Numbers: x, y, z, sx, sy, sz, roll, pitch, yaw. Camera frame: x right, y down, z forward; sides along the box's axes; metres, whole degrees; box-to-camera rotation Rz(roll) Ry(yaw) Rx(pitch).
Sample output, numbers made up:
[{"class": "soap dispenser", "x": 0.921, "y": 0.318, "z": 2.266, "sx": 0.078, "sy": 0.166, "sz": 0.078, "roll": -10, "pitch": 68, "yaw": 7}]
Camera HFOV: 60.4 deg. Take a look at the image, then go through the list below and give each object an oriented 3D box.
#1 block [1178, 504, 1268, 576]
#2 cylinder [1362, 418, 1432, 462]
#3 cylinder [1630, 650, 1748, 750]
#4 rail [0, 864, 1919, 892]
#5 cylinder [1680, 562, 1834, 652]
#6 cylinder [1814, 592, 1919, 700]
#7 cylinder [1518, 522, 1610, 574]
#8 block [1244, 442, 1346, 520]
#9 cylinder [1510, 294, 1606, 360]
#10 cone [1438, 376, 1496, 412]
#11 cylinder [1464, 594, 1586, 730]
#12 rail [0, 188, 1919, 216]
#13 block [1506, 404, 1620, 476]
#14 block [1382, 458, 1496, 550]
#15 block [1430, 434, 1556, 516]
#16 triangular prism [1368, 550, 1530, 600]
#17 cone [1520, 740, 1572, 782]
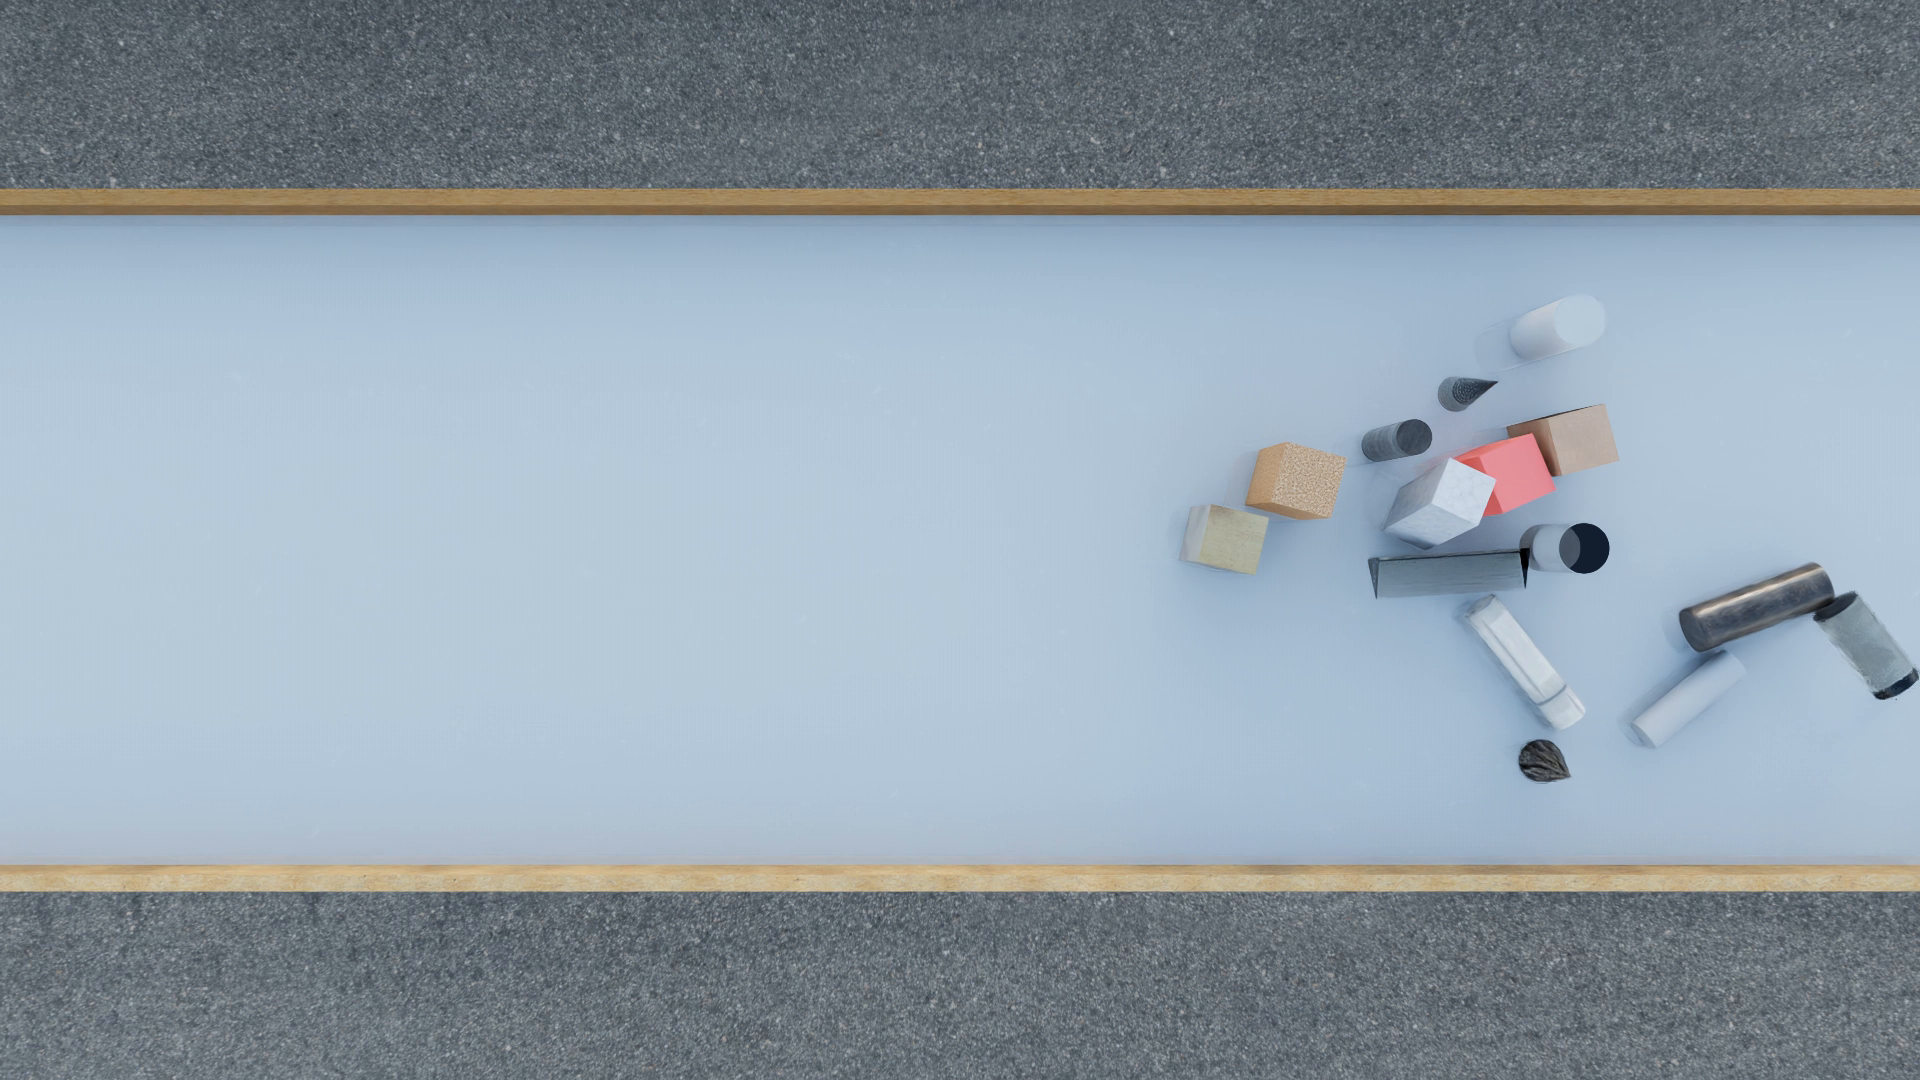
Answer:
[{"class": "block", "x": 0.773, "y": -0.001, "z": 4.869, "sx": 0.168, "sy": 0.416, "sz": 0.168, "roll": 13, "pitch": 90, "yaw": 0}, {"class": "cylinder", "x": 1.287, "y": -0.292, "z": 4.874, "sx": 0.103, "sy": 0.405, "sz": 0.103, "roll": 0, "pitch": 90, "yaw": 0}, {"class": "cylinder", "x": 2.219, "y": 0.486, "z": 5.025, "sx": 0.356, "sy": 0.104, "sz": 0.104, "roll": -39, "pitch": 90, "yaw": 0}, {"class": "rail", "x": -2.247, "y": 1.025, "z": 5.001, "sx": 12.000, "sy": 0.150, "sz": 0.050, "roll": 0, "pitch": 90, "yaw": 0}, {"class": "cylinder", "x": 2.417, "y": 0.205, "z": 5.007, "sx": 0.415, "sy": 0.140, "sz": 0.140, "roll": -20, "pitch": 90, "yaw": 0}, {"class": "cylinder", "x": 2.749, "y": 0.322, "z": 5.006, "sx": 0.142, "sy": 0.142, "sz": 0.303, "roll": -38, "pitch": 90, "yaw": 0}, {"class": "cylinder", "x": 1.793, "y": 0.024, "z": 4.906, "sx": 0.146, "sy": 0.340, "sz": 0.146, "roll": 0, "pitch": 90, "yaw": 0}, {"class": "block", "x": 0.984, "y": -0.170, "z": 4.865, "sx": 0.177, "sy": 0.424, "sz": 0.177, "roll": 15, "pitch": 90, "yaw": 0}, {"class": "cylinder", "x": 1.768, "y": -0.628, "z": 4.891, "sx": 0.149, "sy": 0.370, "sz": 0.149, "roll": 0, "pitch": 90, "yaw": 0}, {"class": "cone", "x": 1.526, "y": -0.449, "z": 4.872, "sx": 0.111, "sy": 0.409, "sz": 0.111, "roll": 0, "pitch": 90, "yaw": 0}, {"class": "cylinder", "x": 1.720, "y": 0.373, "z": 5.023, "sx": 0.107, "sy": 0.107, "sz": 0.445, "roll": -39, "pitch": 90, "yaw": 0}, {"class": "rail", "x": -2.247, "y": -1.025, "z": 5.002, "sx": 12.000, "sy": 0.150, "sz": 0.050, "roll": 0, "pitch": 90, "yaw": 0}, {"class": "block", "x": 1.785, "y": -0.288, "z": 4.899, "sx": 0.170, "sy": 0.355, "sz": 0.170, "roll": -15, "pitch": 90, "yaw": 0}, {"class": "block", "x": 1.407, "y": -0.100, "z": 4.861, "sx": 0.147, "sy": 0.409, "sz": 0.147, "roll": 25, "pitch": 78, "yaw": 0}, {"class": "block", "x": 1.578, "y": -0.182, "z": 4.898, "sx": 0.177, "sy": 0.334, "sz": 0.177, "roll": -23, "pitch": 90, "yaw": -9}, {"class": "triangular prism", "x": 1.482, "y": 0.074, "z": 4.987, "sx": 0.452, "sy": 0.121, "sz": 0.140, "roll": -4, "pitch": 58, "yaw": 0}, {"class": "cone", "x": 1.774, "y": 0.681, "z": 4.910, "sx": 0.132, "sy": 0.323, "sz": 0.132, "roll": 0, "pitch": 91, "yaw": 4}]
